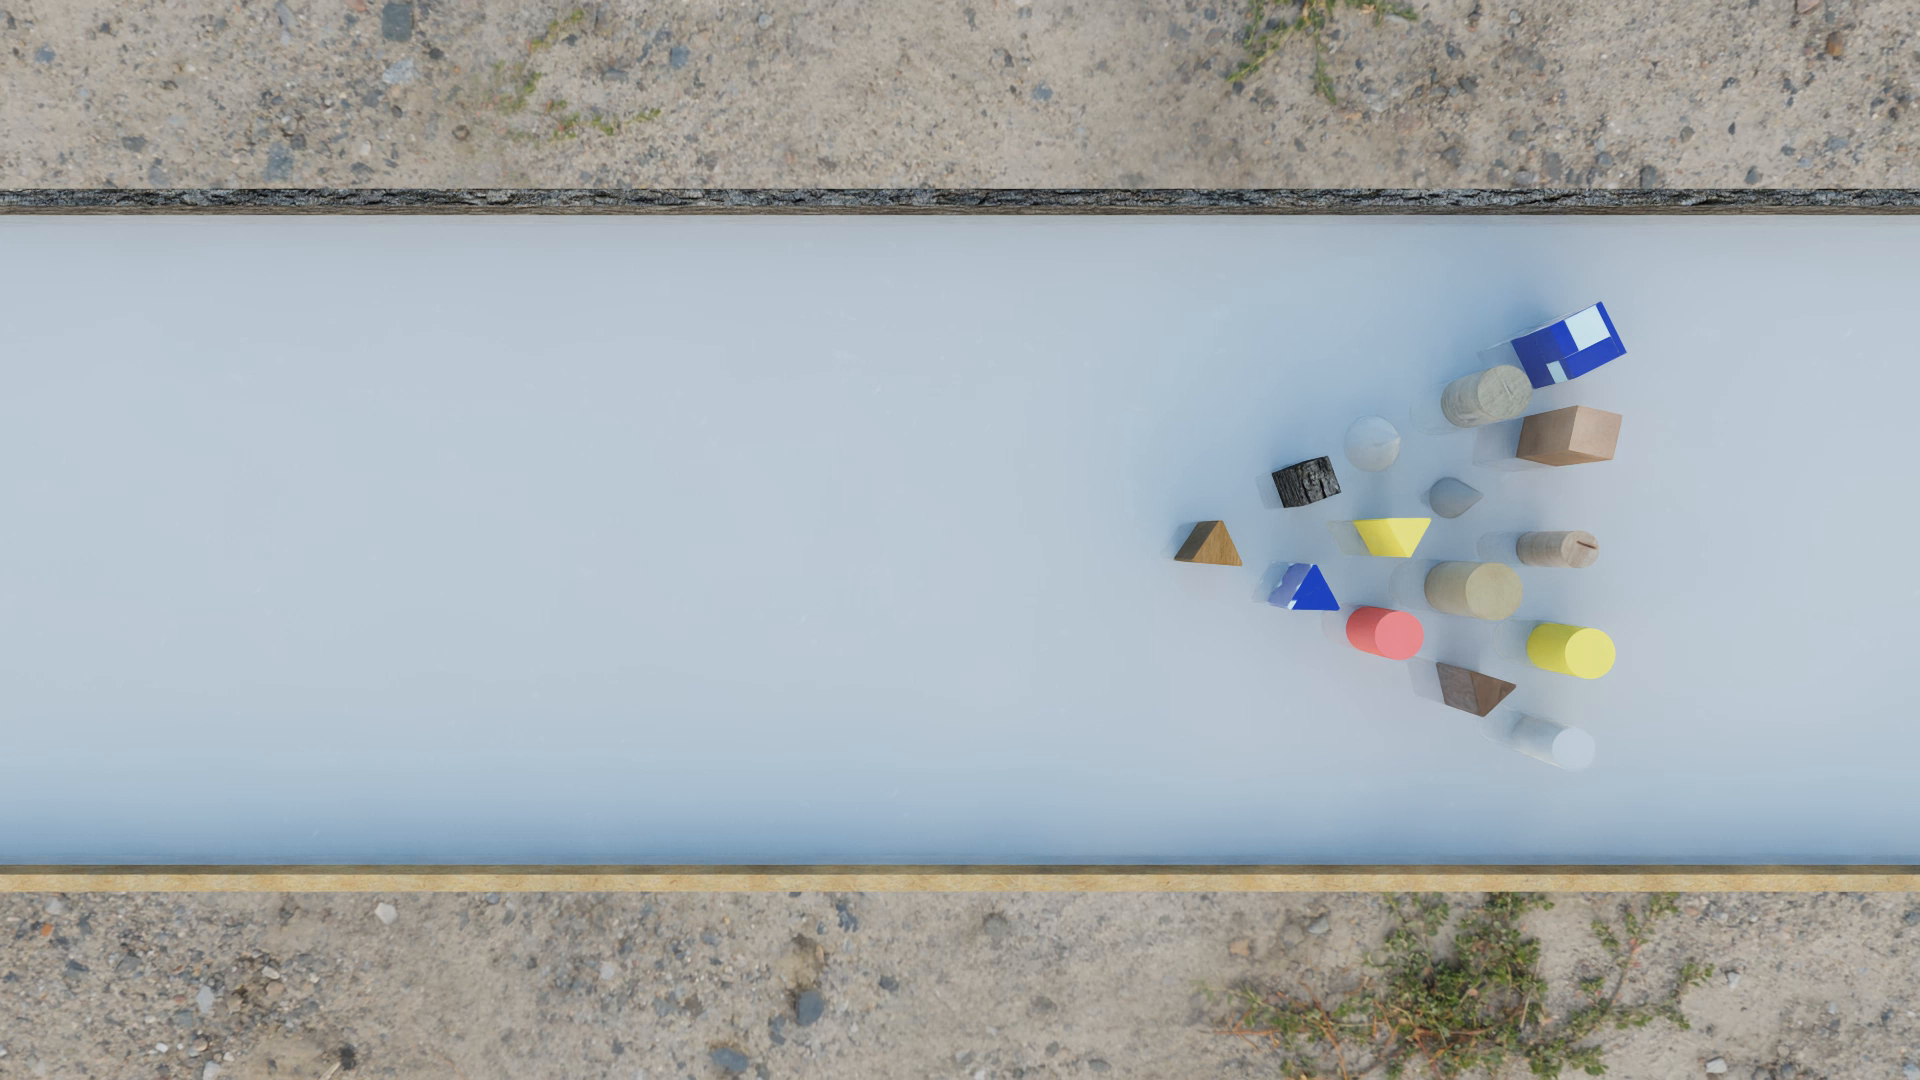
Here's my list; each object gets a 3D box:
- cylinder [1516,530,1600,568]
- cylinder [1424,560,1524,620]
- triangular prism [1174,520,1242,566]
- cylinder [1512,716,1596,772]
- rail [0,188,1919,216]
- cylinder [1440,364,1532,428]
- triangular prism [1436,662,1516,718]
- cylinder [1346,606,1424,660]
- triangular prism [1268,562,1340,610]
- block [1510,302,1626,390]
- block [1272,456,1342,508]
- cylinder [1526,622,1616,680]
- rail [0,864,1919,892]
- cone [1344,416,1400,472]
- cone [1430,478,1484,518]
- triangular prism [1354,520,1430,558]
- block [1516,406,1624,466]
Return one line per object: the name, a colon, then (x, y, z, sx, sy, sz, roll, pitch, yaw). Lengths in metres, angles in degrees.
cylinder: (1.764, 0.027, 4.884, 0.109, 0.385, 0.109, 0, 90, 0)
cylinder: (1.510, 0.146, 4.870, 0.165, 0.413, 0.165, 0, 90, 0)
triangular prism: (0.735, 0.005, 4.875, 0.142, 0.403, 0.123, 5, 90, 0)
cylinder: (1.762, 0.601, 4.906, 0.125, 0.340, 0.125, 0, 90, 0)
rail: (-2.247, -1.025, 5.002, 12.000, 0.150, 0.050, 0, 90, 0)
cylinder: (1.557, -0.423, 4.895, 0.155, 0.363, 0.155, 0, 90, 0)
triangular prism: (1.507, 0.421, 4.902, 0.134, 0.348, 0.116, -43, 90, 0)
cylinder: (1.258, 0.274, 4.900, 0.141, 0.354, 0.141, 0, 90, 0)
triangular prism: (1.024, 0.134, 4.922, 0.149, 0.310, 0.129, 2, 90, 0)
block: (1.806, -0.576, 4.909, 0.166, 0.335, 0.166, -26, 90, 0)
block: (1.031, -0.172, 4.923, 0.114, 0.308, 0.114, -20, 90, 0)
cylinder: (1.818, 0.328, 4.917, 0.147, 0.319, 0.147, 0, 90, 0)
rail: (-2.247, 1.025, 5.001, 12.000, 0.150, 0.050, 0, 90, 0)
cone: (1.267, -0.295, 4.910, 0.173, 0.332, 0.173, 0, 90, 0)
cone: (1.506, -0.129, 4.904, 0.126, 0.345, 0.126, 0, 90, 0)
triangular prism: (1.290, -0.032, 4.879, 0.109, 0.396, 0.125, -30, 90, 0)
block: (1.786, -0.303, 4.855, 0.129, 0.442, 0.129, 12, 90, 0)
